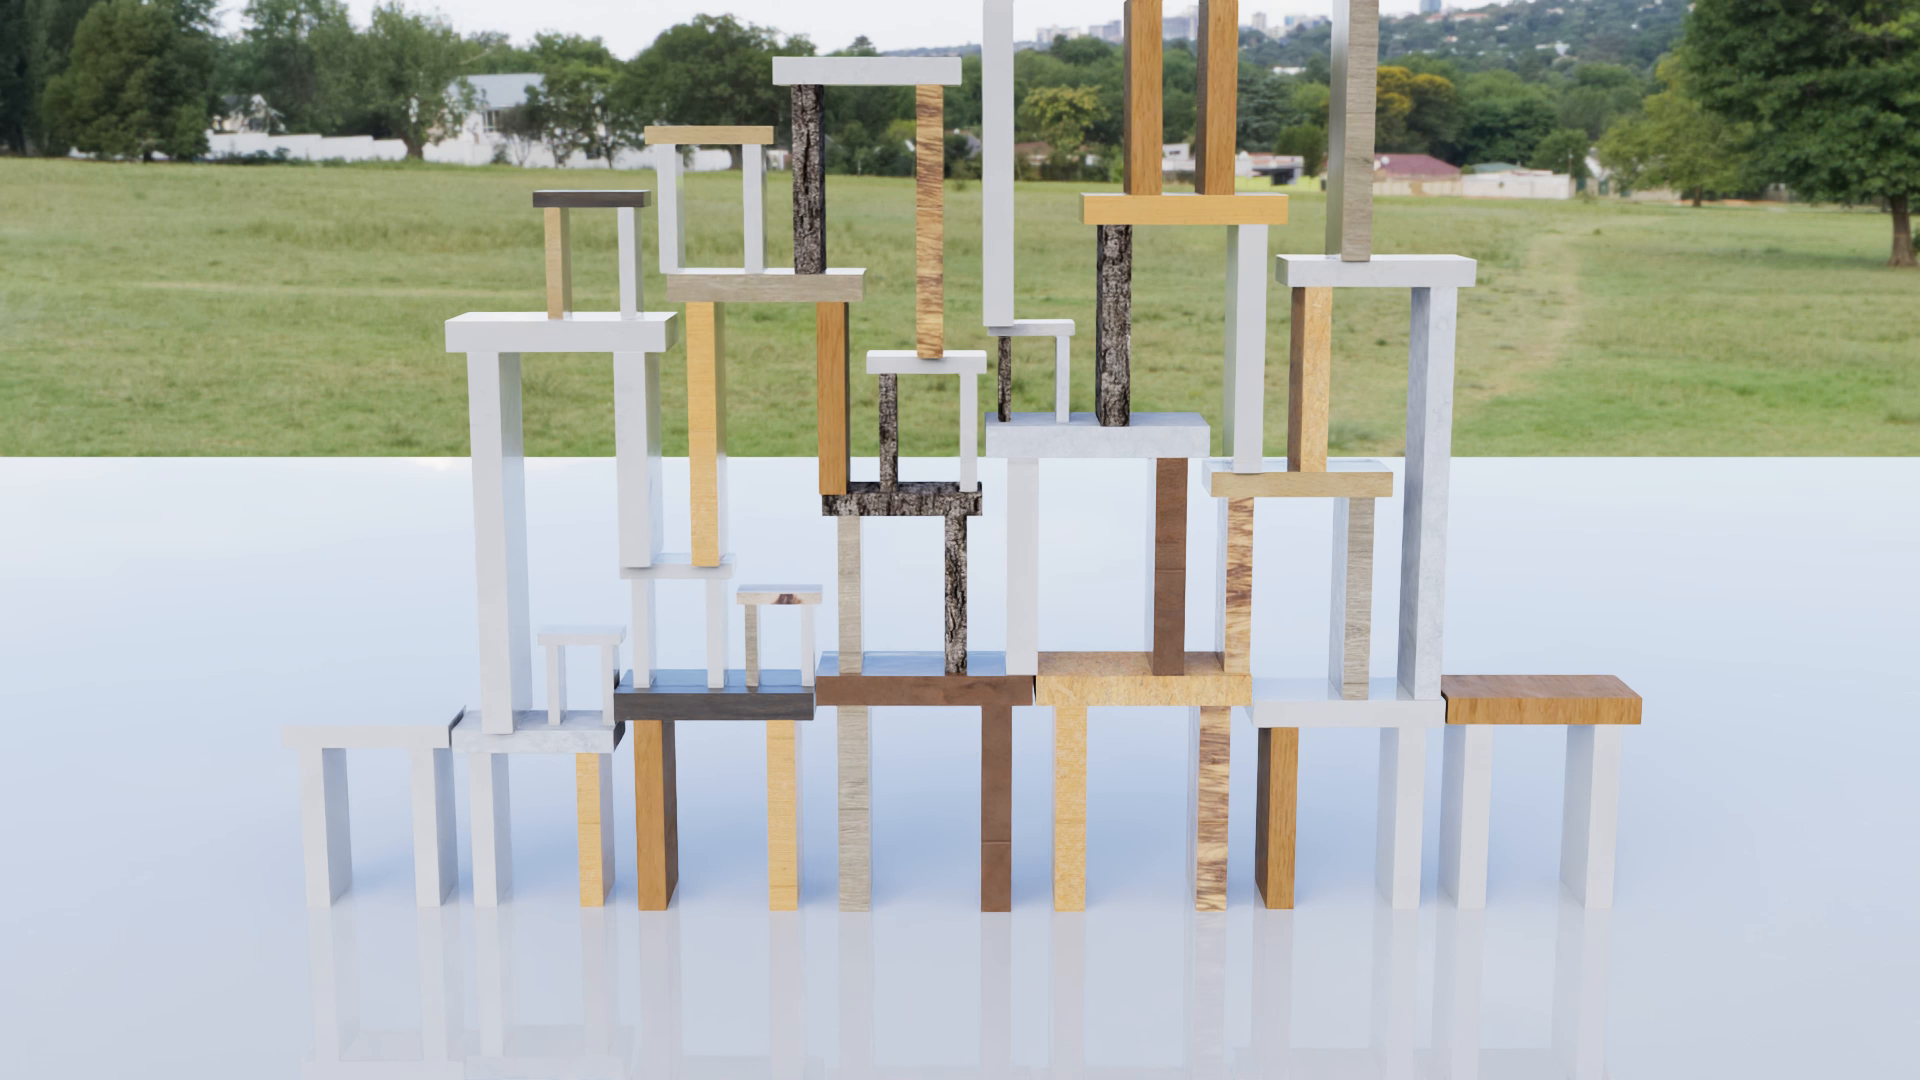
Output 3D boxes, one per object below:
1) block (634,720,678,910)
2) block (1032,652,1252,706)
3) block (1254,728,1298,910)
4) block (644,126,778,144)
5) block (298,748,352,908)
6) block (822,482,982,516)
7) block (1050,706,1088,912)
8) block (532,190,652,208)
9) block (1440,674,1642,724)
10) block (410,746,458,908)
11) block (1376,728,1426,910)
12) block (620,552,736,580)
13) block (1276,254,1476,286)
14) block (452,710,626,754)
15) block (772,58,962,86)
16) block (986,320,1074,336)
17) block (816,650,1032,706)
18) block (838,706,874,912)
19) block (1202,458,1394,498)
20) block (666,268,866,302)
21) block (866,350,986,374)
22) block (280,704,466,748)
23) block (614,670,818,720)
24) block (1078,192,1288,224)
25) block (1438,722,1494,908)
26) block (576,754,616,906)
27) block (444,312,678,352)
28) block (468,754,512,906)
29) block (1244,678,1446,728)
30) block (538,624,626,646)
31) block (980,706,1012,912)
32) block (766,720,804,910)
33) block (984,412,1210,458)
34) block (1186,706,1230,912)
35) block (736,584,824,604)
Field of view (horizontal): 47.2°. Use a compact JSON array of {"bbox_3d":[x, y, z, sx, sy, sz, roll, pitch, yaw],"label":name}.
[{"bbox_3d":[-0.502,0.433,3.638,0.045,0.320,0.160,0,11,0],"label":"block"},{"bbox_3d":[0.294,0.226,3.602,0.346,0.049,0.173,0,11,0],"label":"block"},{"bbox_3d":[0.523,0.438,3.642,0.044,0.308,0.154,0,11,0],"label":"block"},{"bbox_3d":[-0.387,-0.634,3.441,0.198,0.028,0.099,0,11,0],"label":"block"},{"bbox_3d":[-1.051,0.457,3.647,0.038,0.270,0.135,0,11,0],"label":"block"},{"bbox_3d":[-0.092,-0.067,3.546,0.255,0.036,0.127,0,11,0],"label":"block"},{"bbox_3d":[0.179,0.420,3.638,0.049,0.346,0.173,0,11,0],"label":"block"},{"bbox_3d":[-0.578,-0.537,3.463,0.173,0.024,0.086,0,11,0],"label":"block"},{"bbox_3d":[0.941,0.261,3.613,0.311,0.044,0.156,0,11,0],"label":"block"},{"bbox_3d":[-0.871,0.457,3.647,0.038,0.270,0.135,0,11,0],"label":"block"},{"bbox_3d":[0.729,0.438,3.642,0.044,0.308,0.154,0,11,0],"label":"block"},{"bbox_3d":[-0.456,0.042,3.563,0.180,0.025,0.090,0,11,-1],"label":"block"},{"bbox_3d":[0.655,-0.427,3.482,0.291,0.041,0.145,0,11,0],"label":"block"},{"bbox_3d":[-0.691,0.315,3.620,0.261,0.037,0.130,0,11,0],"label":"block"},{"bbox_3d":[-0.142,-0.729,3.426,0.288,0.041,0.144,0,11,0],"label":"block"},{"bbox_3d":[0.112,-0.337,3.493,0.138,0.020,0.069,0,11,0],"label":"block"},{"bbox_3d":[-0.057,0.225,3.600,0.347,0.049,0.173,0,11,0],"label":"block"},{"bbox_3d":[-0.172,0.420,3.635,0.049,0.347,0.173,0,11,0],"label":"block"},{"bbox_3d":[0.540,-0.101,3.543,0.287,0.041,0.144,0,11,0],"label":"block"},{"bbox_3d":[-0.303,-0.405,3.488,0.303,0.043,0.152,0,11,0],"label":"block"},{"bbox_3d":[-0.053,-0.284,3.508,0.189,0.027,0.094,0,10,0],"label":"block"},{"bbox_3d":[-0.961,0.305,3.619,0.270,0.038,0.135,0,11,0],"label":"block"},{"bbox_3d":[-0.395,0.253,3.604,0.320,0.045,0.160,0,11,0],"label":"block"},{"bbox_3d":[0.347,-0.522,3.458,0.313,0.044,0.157,0,11,0],"label":"block"},{"bbox_3d":[0.837,0.436,3.645,0.044,0.311,0.156,0,11,0],"label":"block"},{"bbox_3d":[-0.604,0.461,3.647,0.037,0.261,0.130,0,11,0],"label":"block"},{"bbox_3d":[-0.630,-0.332,3.503,0.341,0.048,0.171,0,11,0],"label":"block"},{"bbox_3d":[-0.778,0.461,3.647,0.037,0.261,0.131,0,11,0],"label":"block"},{"bbox_3d":[0.626,0.266,3.610,0.308,0.044,0.154,0,11,0],"label":"block"},{"bbox_3d":[-0.617,0.155,3.593,0.134,0.019,0.067,0,11,0],"label":"block"},{"bbox_3d":[0.059,0.420,3.635,0.049,0.347,0.173,0,11,0],"label":"block"},{"bbox_3d":[-0.288,0.433,3.638,0.045,0.320,0.160,0,11,0],"label":"block"},{"bbox_3d":[0.216,-0.169,3.533,0.351,0.050,0.176,0,11,0],"label":"block"},{"bbox_3d":[0.410,0.420,3.638,0.049,0.346,0.173,0,11,0],"label":"block"},{"bbox_3d":[-0.292,0.088,3.572,0.136,0.019,0.068,0,11,0],"label":"block"}]
